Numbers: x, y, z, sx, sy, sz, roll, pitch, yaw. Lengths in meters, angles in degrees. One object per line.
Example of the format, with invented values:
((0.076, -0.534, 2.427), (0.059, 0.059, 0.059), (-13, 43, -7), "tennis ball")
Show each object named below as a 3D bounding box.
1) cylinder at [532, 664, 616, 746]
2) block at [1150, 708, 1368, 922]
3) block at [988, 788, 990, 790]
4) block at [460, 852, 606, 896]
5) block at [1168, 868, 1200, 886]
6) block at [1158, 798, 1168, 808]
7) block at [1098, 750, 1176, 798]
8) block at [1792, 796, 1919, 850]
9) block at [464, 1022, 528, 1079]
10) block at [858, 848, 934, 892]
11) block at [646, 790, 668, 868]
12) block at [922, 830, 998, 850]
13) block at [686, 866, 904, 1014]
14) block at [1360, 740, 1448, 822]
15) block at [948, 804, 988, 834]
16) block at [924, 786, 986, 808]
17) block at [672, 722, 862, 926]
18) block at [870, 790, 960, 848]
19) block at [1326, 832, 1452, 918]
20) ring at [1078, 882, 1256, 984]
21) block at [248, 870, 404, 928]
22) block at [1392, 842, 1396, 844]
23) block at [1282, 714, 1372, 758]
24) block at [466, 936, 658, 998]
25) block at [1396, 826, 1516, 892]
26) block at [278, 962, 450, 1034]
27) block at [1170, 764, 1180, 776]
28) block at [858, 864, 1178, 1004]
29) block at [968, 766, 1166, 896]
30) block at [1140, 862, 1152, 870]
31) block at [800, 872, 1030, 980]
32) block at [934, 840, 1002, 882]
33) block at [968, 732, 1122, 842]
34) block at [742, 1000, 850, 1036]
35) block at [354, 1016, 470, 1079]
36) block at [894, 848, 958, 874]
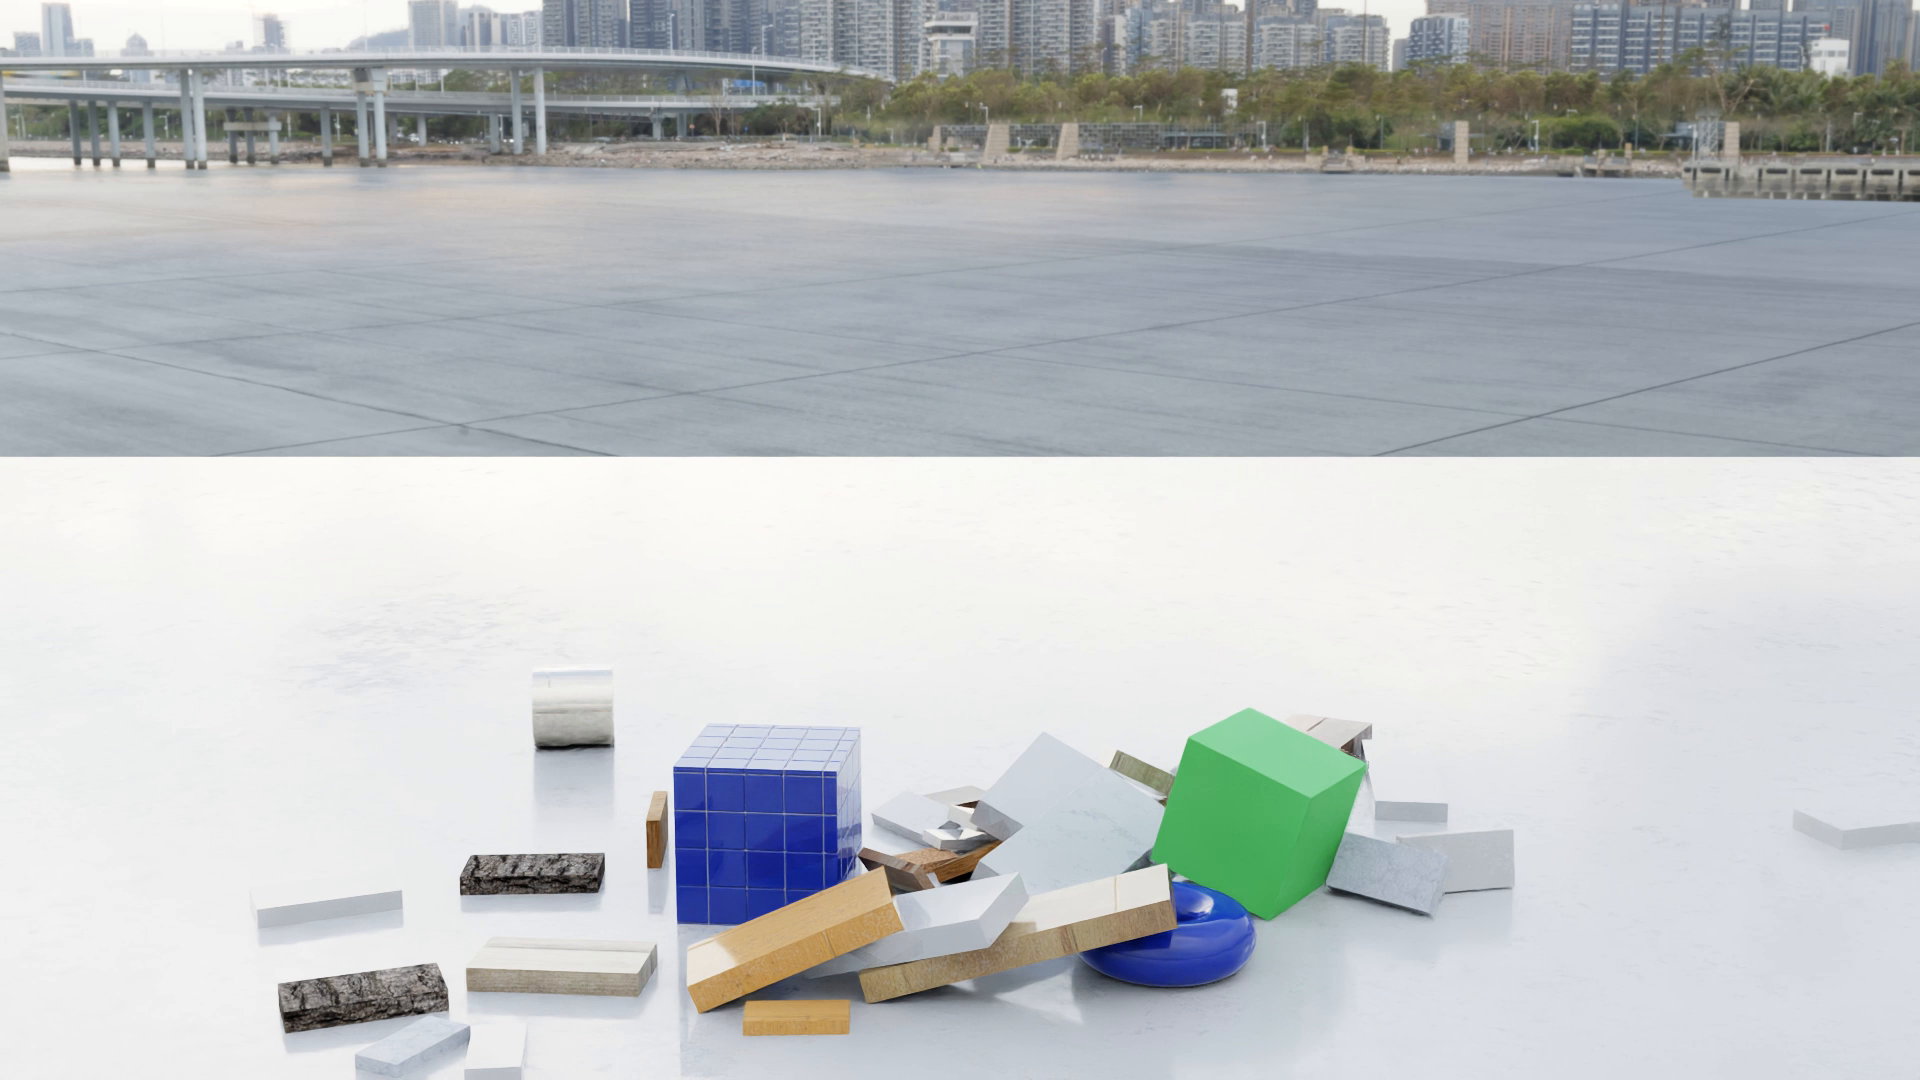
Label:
((-0.799, 0.343, 4.555), (0.163, 0.163, 0.163), (-1, 11, -7), "cylinder")
((0.496, 0.450, 3.647), (0.228, 0.228, 0.228), (25, 22, 27), "block")
((0.151, 0.477, 4.081), (0.113, 0.032, 0.226), (14, 9, 28), "block")
((-0.721, 0.564, 3.719), (0.228, 0.032, 0.114), (-1, 11, -3), "block")
((0.363, 0.572, 3.713), (0.136, 0.019, 0.068), (-10, 14, -43), "block")
((0.492, 0.485, 4.132), (0.132, 0.037, 0.264), (7, 12, 31), "block")
((0.330, 0.433, 4.084), (0.129, 0.037, 0.258), (25, -6, 1), "block")
((1.664, 0.512, 3.987), (0.264, 0.037, 0.132), (-3, 11, -17), "block")
((-0.634, 0.702, 3.010), (0.075, 0.021, 0.149), (-1, 11, -8), "block")
((-0.105, 0.556, 3.674), (0.134, 0.067, 0.019), (10, 51, 43), "block")
((-0.533, 0.509, 3.872), (0.024, 0.086, 0.172), (-1, 11, -3), "block")
((0.009, 0.529, 3.885), (0.134, 0.019, 0.067), (4, 6, -29), "block")
((-0.246, 0.588, 3.248), (0.319, 0.045, 0.159), (-22, 12, -2), "block")
((0.856, 0.462, 4.253), (0.132, 0.037, 0.419), (1, 11, 7), "block")
((0.076, 0.505, 3.904), (0.180, 0.026, 0.090), (15, 0, -36), "block")
((-0.023, 0.495, 4.115), (0.172, 0.024, 0.086), (-7, 13, -34), "block")
((-0.311, 0.466, 3.620), (0.262, 0.262, 0.262), (1, 11, 6), "block")
((-0.077, 0.504, 3.989), (0.086, 0.024, 0.172), (-30, 25, -30), "block")
((0.706, 0.550, 3.624), (0.194, 0.097, 0.027), (10, -20, 42), "block")
((0.310, 0.599, 3.364), (0.285, 0.095, 0.285), (1, 10, 0), "ring")
((-1.038, 0.586, 3.600), (0.228, 0.032, 0.114), (-5, 11, -24), "block")
((0.764, 0.553, 3.795), (0.194, 0.027, 0.097), (-9, 14, -40), "block")
((0.699, 0.422, 4.443), (0.168, 0.048, 0.337), (6, 12, 28), "block")
((-0.596, 0.640, 3.302), (0.258, 0.037, 0.129), (1, 11, 5), "block")
((0.830, 0.537, 3.681), (0.201, 0.097, 0.027), (-2, 2, -13), "block")
((-0.866, 0.663, 3.189), (0.228, 0.032, 0.114), (-4, 11, -21), "block")
((0.506, 0.462, 3.948), (0.129, 0.037, 0.332), (-34, 28, -7), "block")
((0.087, 0.581, 3.254), (0.467, 0.045, 0.159), (-15, 9, 6), "block")
((0.202, 0.517, 3.668), (0.168, 0.048, 0.490), (33, 25, 18), "block")
((0.256, 0.560, 3.746), (0.068, 0.019, 0.136), (23, 23, 39), "block")
((-0.072, 0.572, 3.258), (0.319, 0.045, 0.159), (-15, 10, 27), "block")
((0.043, 0.539, 3.769), (0.090, 0.026, 0.180), (-26, -6, 35), "block")
((0.156, 0.455, 3.871), (0.168, 0.048, 0.337), (30, 24, 11), "block")
((-0.232, 0.679, 3.129), (0.149, 0.021, 0.075), (0, 11, -2), "block")
((-0.753, 0.698, 3.030), (0.075, 0.021, 0.149), (5, 12, 27), "block")
((-0.074, 0.557, 3.793), (0.134, 0.019, 0.067), (-7, 12, -32), "block")
